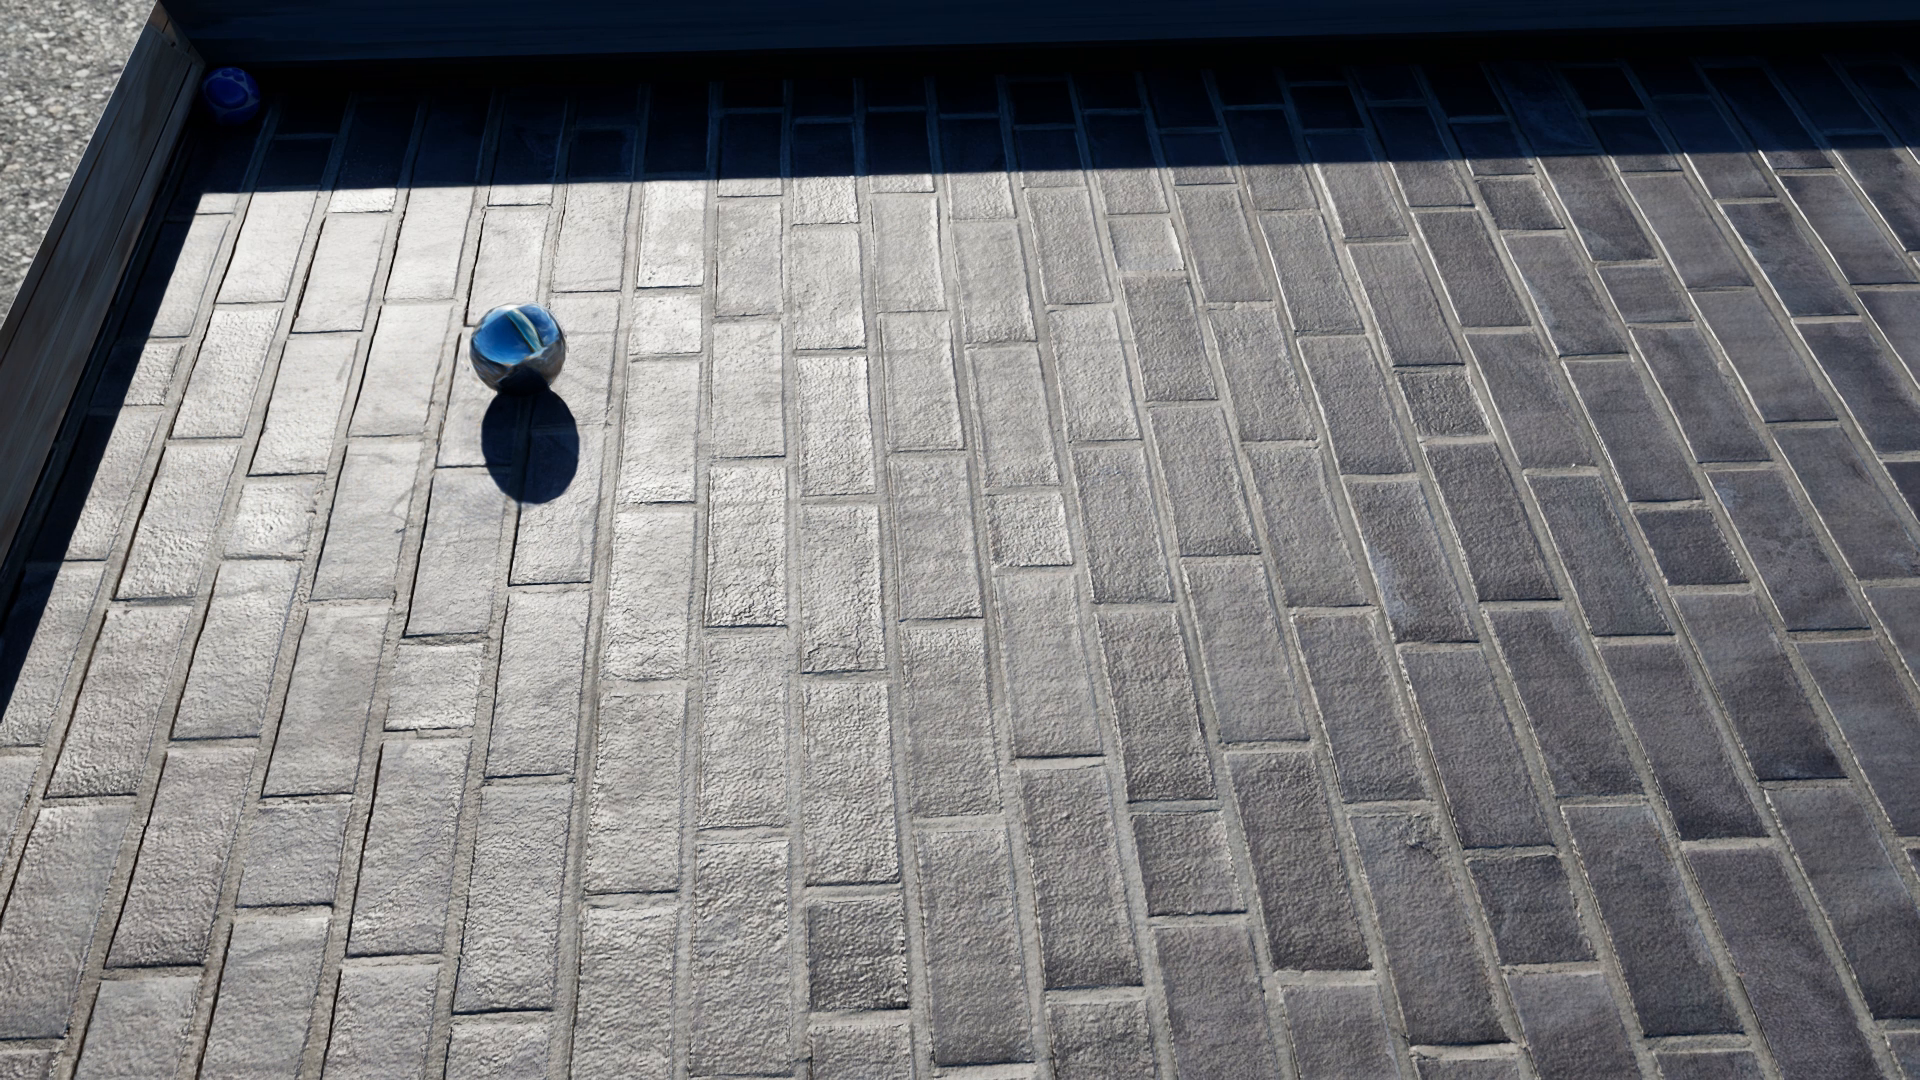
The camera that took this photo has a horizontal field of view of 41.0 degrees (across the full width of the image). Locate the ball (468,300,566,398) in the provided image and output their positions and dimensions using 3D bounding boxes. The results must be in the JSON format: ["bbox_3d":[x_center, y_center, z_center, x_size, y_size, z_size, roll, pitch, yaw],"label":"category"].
[{"bbox_3d":[-0.337,-0.145,1.955,0.073,0.073,0.073,0,36,0],"label":"ball"}]

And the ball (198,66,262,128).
[{"bbox_3d":[-0.663,-0.402,2.329,0.055,0.055,0.055,0,36,0],"label":"ball"}]

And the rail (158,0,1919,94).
[{"bbox_3d":[0.640,-0.490,2.415,2.749,0.095,0.045,-2,36,-3],"label":"rail"}]

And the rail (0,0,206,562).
[{"bbox_3d":[-0.662,0.010,1.717,0.045,0.095,1.605,-2,36,-3],"label":"rail"}]
